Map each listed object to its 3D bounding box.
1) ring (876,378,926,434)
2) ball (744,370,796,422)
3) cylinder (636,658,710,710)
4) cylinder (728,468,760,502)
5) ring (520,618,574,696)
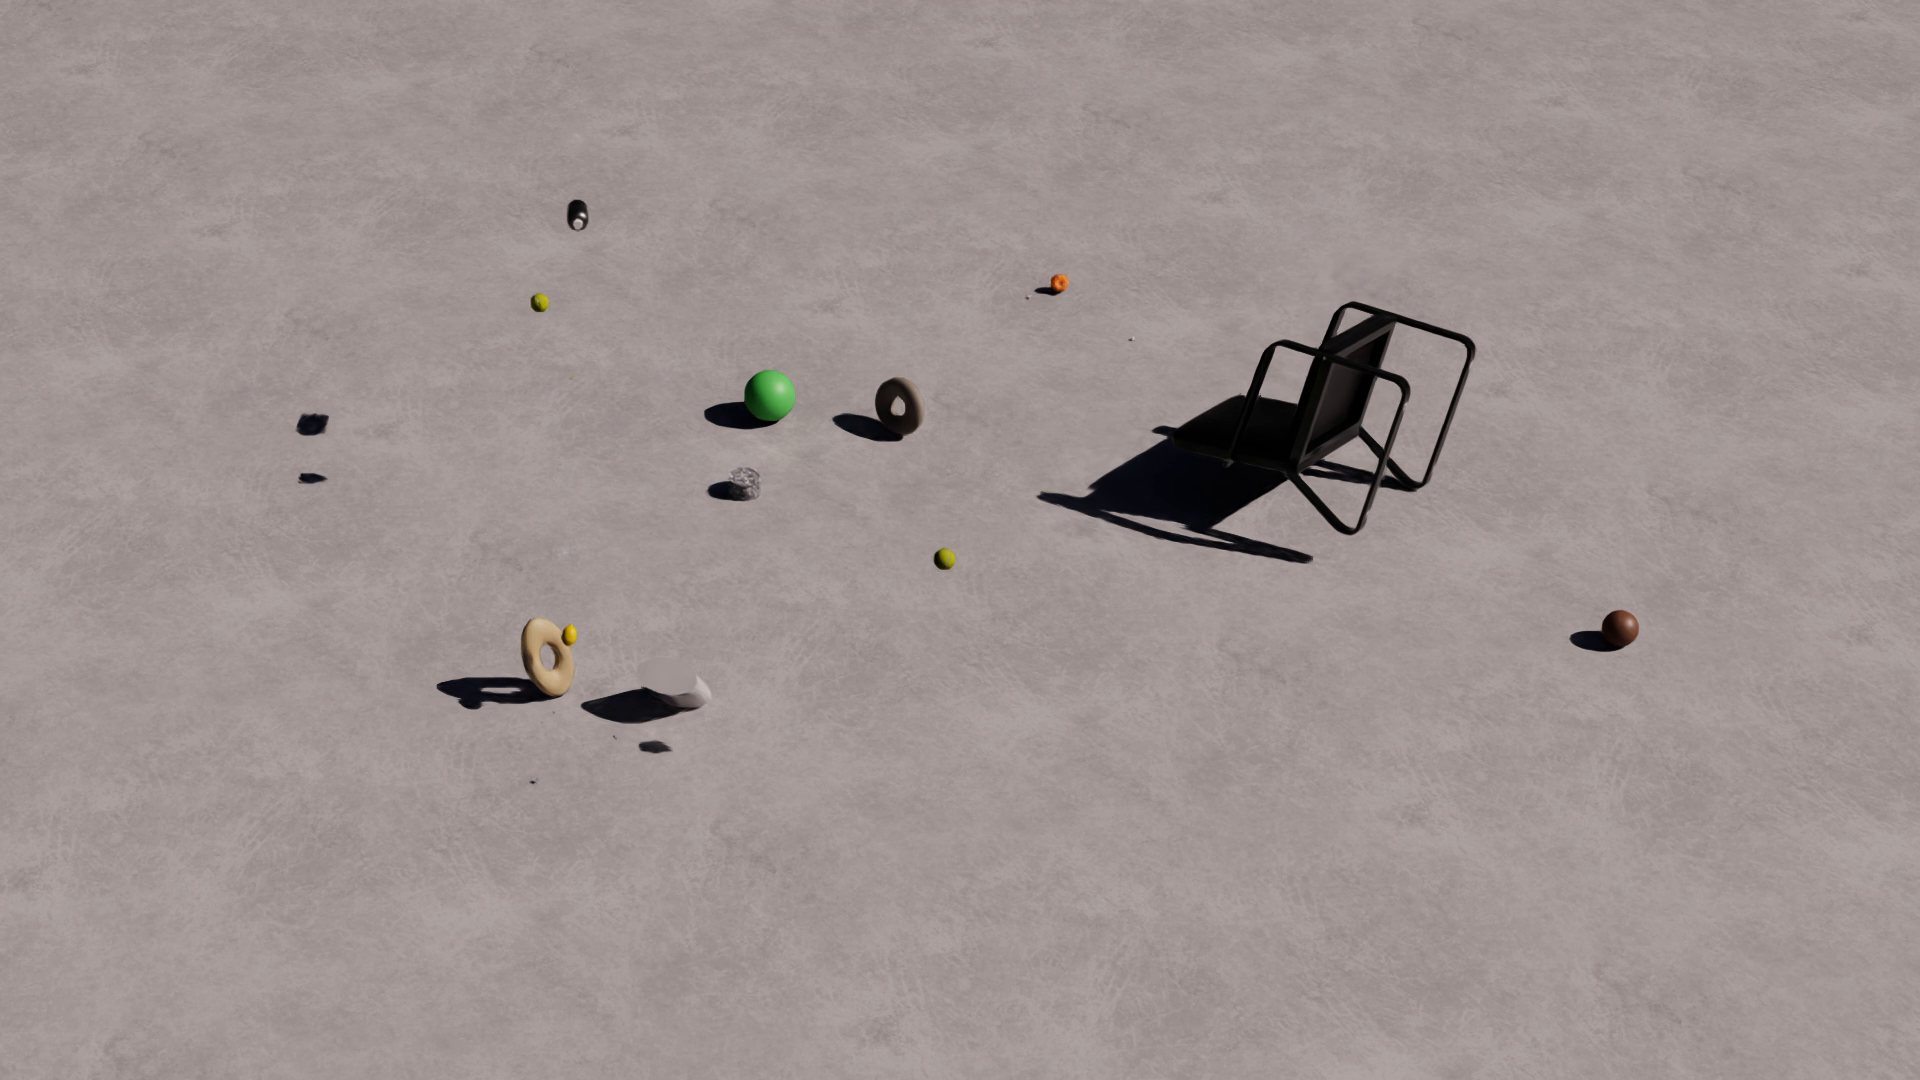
[{"bbox_3d":[-0.236,-0.528,11.537,0.062,0.228,0.279,-14,13,-40],"label":"ring"},{"bbox_3d":[-0.754,-0.572,11.626,0.205,0.205,0.205,0,33,0],"label":"ball"},{"bbox_3d":[-0.977,0.490,10.002,0.223,0.179,0.127,12,73,14],"label":"cylinder"},{"bbox_3d":[-0.823,-0.212,11.199,0.122,0.074,0.126,-16,37,-23],"label":"cylinder"},{"bbox_3d":[-1.413,0.402,10.045,0.181,0.322,0.056,-37,37,-27],"label":"ring"}]
